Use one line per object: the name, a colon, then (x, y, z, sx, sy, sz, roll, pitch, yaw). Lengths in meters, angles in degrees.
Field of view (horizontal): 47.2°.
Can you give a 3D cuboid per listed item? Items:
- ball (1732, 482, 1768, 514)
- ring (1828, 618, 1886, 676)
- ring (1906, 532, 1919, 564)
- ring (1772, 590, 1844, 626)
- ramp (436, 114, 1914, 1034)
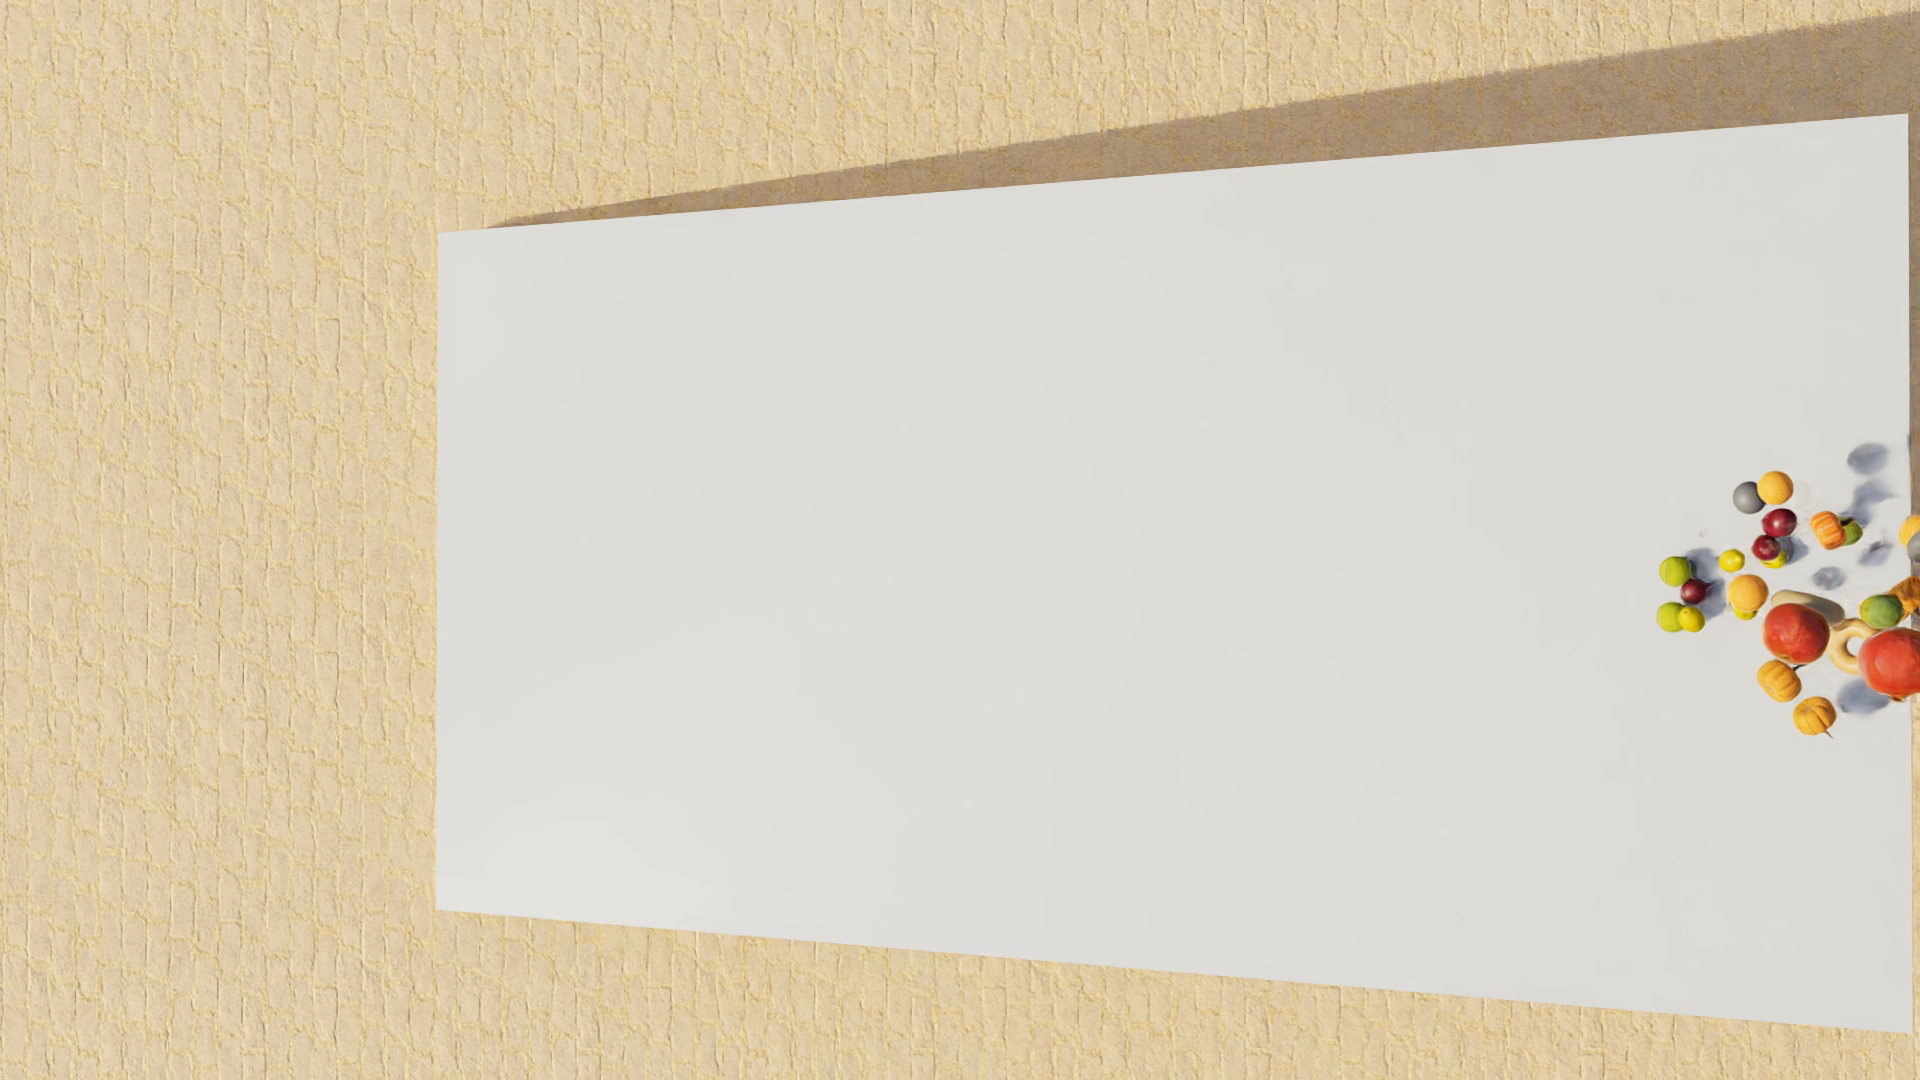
ball: (1.680, -0.090, 4.677, 0.070, 0.070, 0.070, 0, 89, 0)
ring: (1.760, 0.209, 4.320, 0.114, 0.038, 0.114, 3, 94, 44)
ring: (1.819, 0.000, 4.090, 0.120, 0.120, 0.040, -21, 59, 0)
ring: (1.556, 0.125, 4.037, 0.130, 0.130, 0.043, 17, 88, 0)
ramp: (0.281, 0.081, 5.684, 4.000, 0.100, 2.000, 0, 89, 25)
